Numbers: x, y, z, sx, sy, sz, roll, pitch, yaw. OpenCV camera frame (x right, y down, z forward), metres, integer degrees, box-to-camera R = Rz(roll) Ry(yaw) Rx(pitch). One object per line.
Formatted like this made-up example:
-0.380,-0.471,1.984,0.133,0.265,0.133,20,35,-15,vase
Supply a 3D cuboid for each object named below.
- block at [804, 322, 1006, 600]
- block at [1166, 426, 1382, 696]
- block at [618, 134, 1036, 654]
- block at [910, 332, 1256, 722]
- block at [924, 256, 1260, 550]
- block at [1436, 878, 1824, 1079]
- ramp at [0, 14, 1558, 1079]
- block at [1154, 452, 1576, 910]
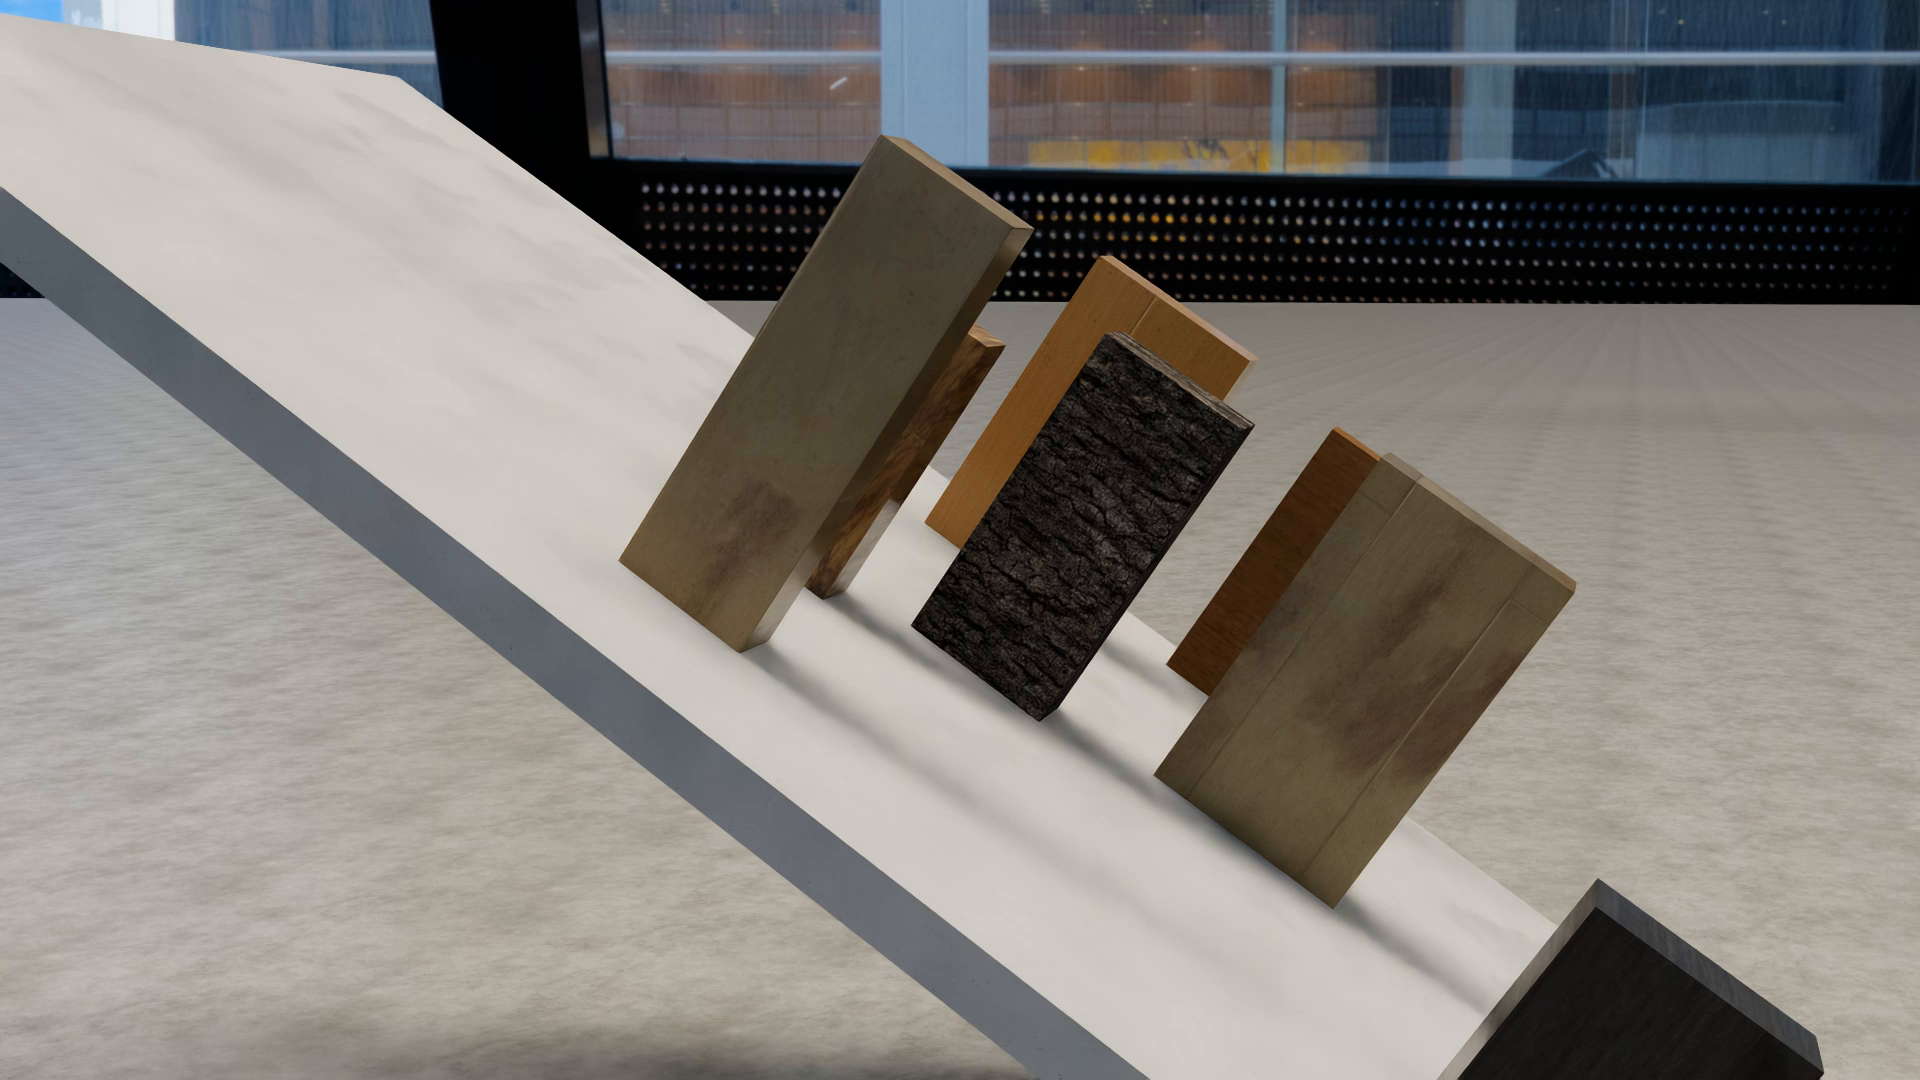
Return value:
-0.216,-0.218,3.903,0.342,0.542,0.122,36,15,10,block
0.739,0.096,4.723,0.280,0.629,0.084,36,15,10,block
-0.215,-0.221,3.428,0.249,0.797,0.121,36,15,10,block
0.220,-0.025,3.995,0.296,0.649,0.139,36,15,10,block
0.271,-0.205,4.602,0.377,0.676,0.119,36,15,10,block
0.845,0.789,2.983,0.347,0.540,0.145,36,15,10,block
-0.110,0.190,4.091,4.000,0.100,2.000,36,15,10,ramp
0.737,0.257,4.036,0.409,0.728,0.141,36,15,10,block
